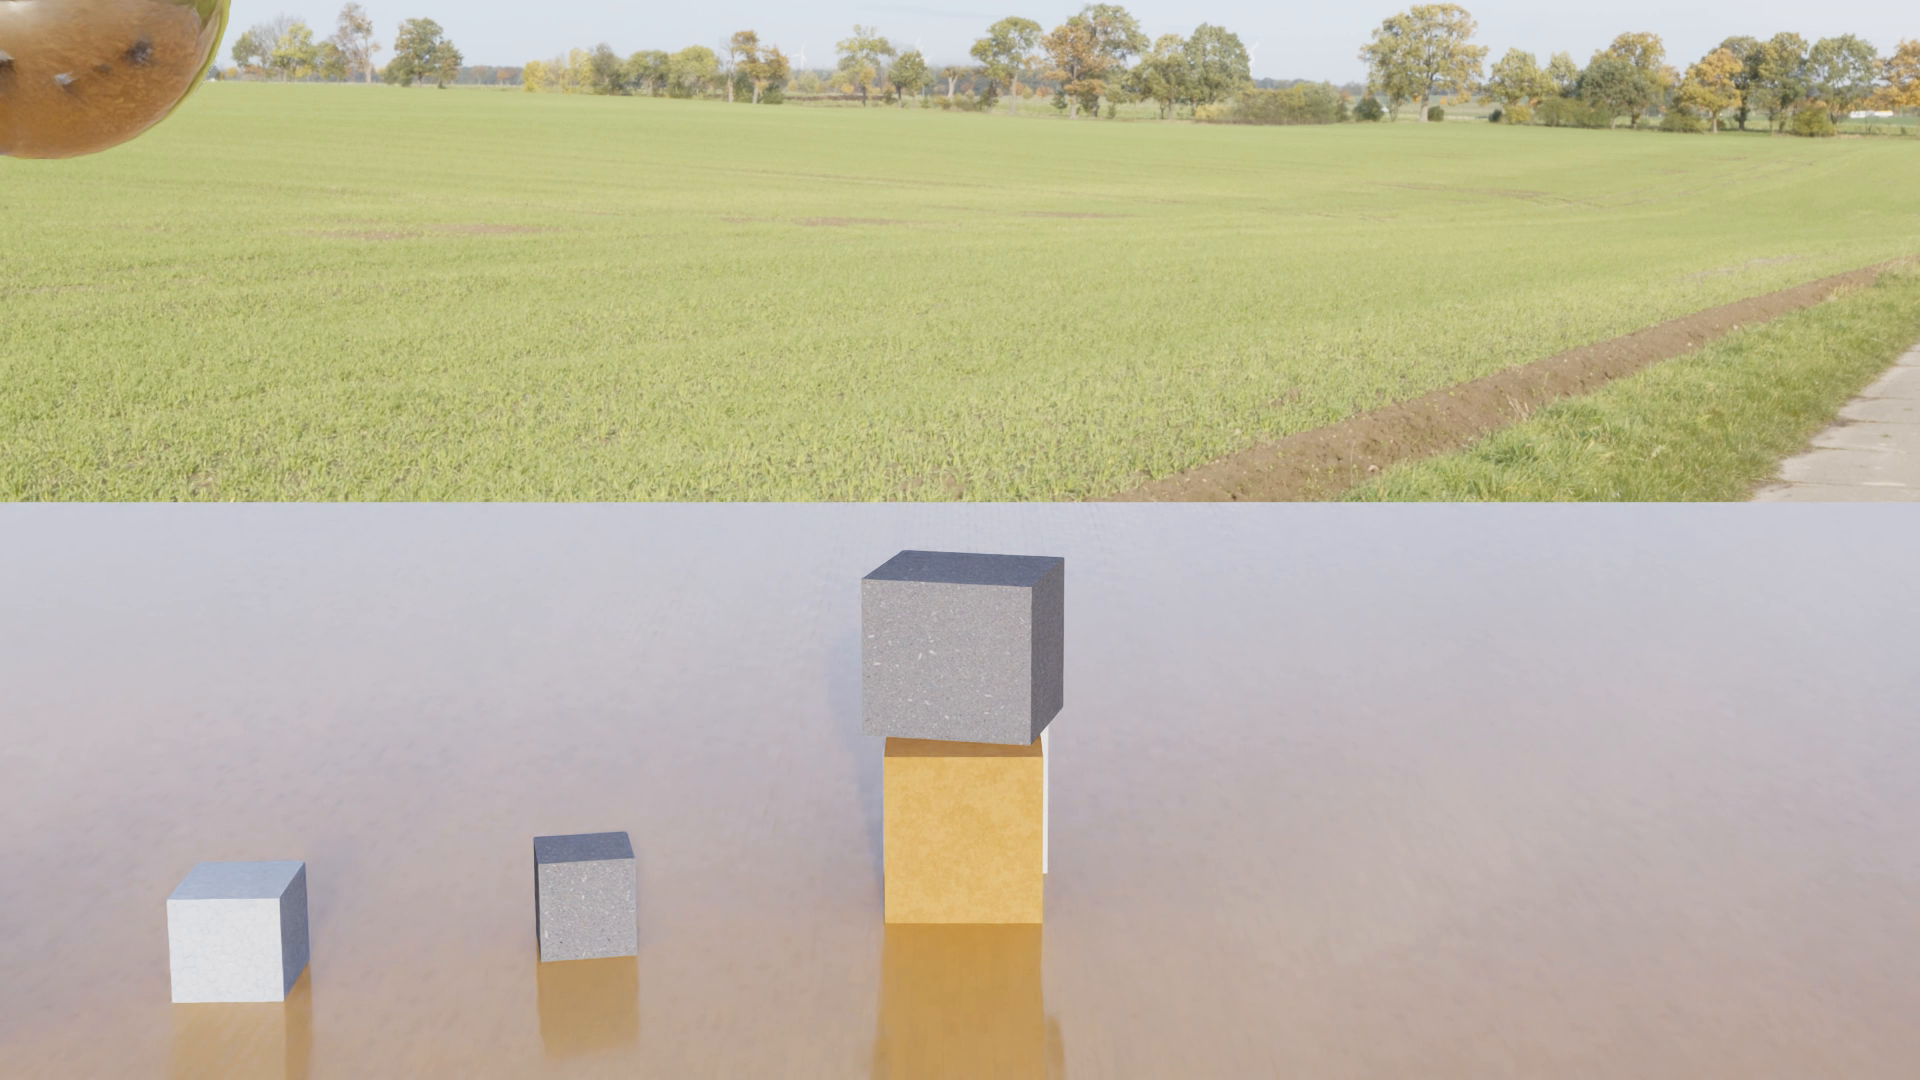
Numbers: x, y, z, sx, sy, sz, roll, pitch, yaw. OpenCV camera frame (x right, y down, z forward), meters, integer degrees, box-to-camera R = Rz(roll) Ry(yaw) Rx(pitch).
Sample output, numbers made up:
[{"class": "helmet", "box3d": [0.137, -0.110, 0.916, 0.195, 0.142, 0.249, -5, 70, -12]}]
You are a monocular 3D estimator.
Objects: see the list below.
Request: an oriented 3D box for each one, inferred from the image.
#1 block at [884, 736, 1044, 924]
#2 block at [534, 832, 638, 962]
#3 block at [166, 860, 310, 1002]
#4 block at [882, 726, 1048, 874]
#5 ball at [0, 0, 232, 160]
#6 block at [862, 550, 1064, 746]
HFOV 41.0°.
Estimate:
[{"class": "block", "box3d": [0.016, 1.191, 11.009, 0.660, 0.718, 0.676, 0, 10, 0]}, {"class": "block", "box3d": [-1.530, 1.449, 10.458, 0.383, 0.408, 0.379, -2, 11, -12]}, {"class": "block", "box3d": [-2.813, 1.526, 10.028, 0.423, 0.410, 0.475, 0, 10, -2]}, {"class": "block", "box3d": [0.022, 1.070, 11.717, 0.730, 0.703, 0.748, 0, 10, 0]}, {"class": "ball", "box3d": [-3.872, -2.397, 10.744, 1.600, 1.600, 1.600, 0, 10, 0]}, {"class": "block", "box3d": [0.022, 0.455, 11.151, 0.737, 0.680, 0.695, 3, 11, 13]}]
